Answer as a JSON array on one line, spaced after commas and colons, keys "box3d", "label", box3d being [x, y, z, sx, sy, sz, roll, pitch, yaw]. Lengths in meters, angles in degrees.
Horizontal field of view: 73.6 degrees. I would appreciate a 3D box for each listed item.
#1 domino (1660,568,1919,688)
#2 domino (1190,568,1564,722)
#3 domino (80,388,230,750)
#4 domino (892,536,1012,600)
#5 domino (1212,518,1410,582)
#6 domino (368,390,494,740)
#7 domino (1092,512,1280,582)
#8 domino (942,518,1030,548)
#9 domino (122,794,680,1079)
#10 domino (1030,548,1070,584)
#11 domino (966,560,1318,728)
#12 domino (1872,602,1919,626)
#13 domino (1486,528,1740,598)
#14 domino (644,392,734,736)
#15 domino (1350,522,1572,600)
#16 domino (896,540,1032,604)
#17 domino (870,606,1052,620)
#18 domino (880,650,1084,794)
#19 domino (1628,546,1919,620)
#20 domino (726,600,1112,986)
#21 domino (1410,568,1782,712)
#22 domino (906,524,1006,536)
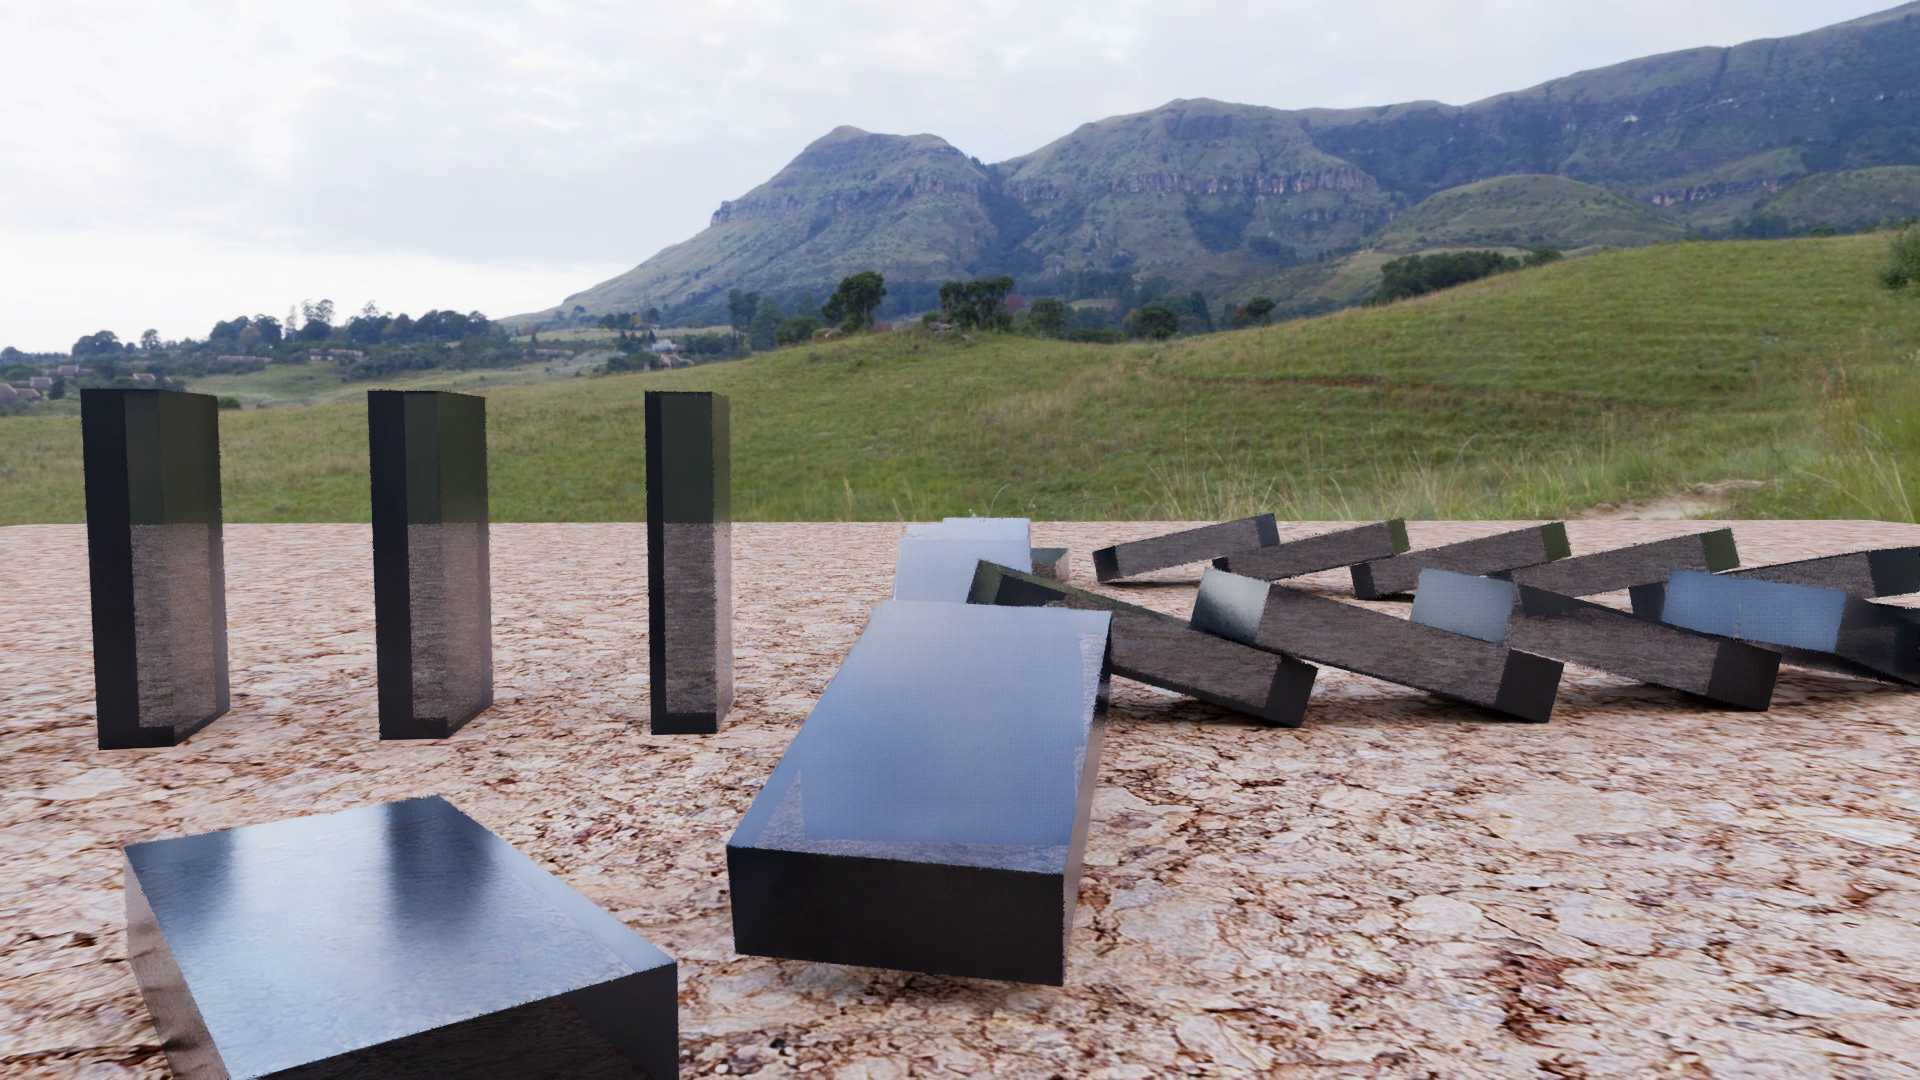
[{"box3d": [0.143, 0.015, 0.217, 0.050, 0.009, 0.025, 13, -2, -39], "label": "domino"}, {"box3d": [0.065, 0.016, 0.203, 0.050, 0.009, 0.025, 15, 1, -12], "label": "domino"}, {"box3d": [-0.118, 0.003, 0.190, 0.009, 0.050, 0.025, -1, 4, -14], "label": "domino"}, {"box3d": [-0.001, 0.012, 0.268, 0.025, 0.009, 0.050, 0, 19, 0], "label": "domino"}, {"box3d": [0.101, 0.004, 0.368, 0.050, 0.009, 0.025, -14, -3, 29], "label": "domino"}, {"box3d": [-0.080, 0.003, 0.195, 0.010, 0.050, 0.025, 0, 4, -6], "label": "domino"}, {"box3d": [0.068, 0.002, 0.388, 0.050, 0.009, 0.025, -11, -3, -10], "label": "domino"}, {"box3d": [0.005, 0.006, 0.345, 0.025, 0.010, 0.050, 0, 18, 6], "label": "domino"}, {"box3d": [-0.043, 0.031, 0.094, 0.025, 0.009, 0.050, -3, 5, -38], "label": "domino"}, {"box3d": [0.018, 0.009, 0.384, 0.025, 0.010, 0.050, 1, 4, 9], "label": "domino"}, {"box3d": [0.027, 0.016, 0.201, 0.050, 0.009, 0.025, 17, 2, -8], "label": "domino"}, {"box3d": [0.186, 0.020, 0.241, 0.025, 0.009, 0.050, -1, 5, -18], "label": "domino"}, {"box3d": [0.161, 0.008, 0.318, 0.025, 0.010, 0.050, -4, -9, -45], "label": "domino"}, {"box3d": [-0.041, 0.003, 0.199, 0.009, 0.050, 0.025, 0, 4, -5], "label": "domino"}, {"box3d": [0.134, 0.006, 0.345, 0.050, 0.010, 0.025, -16, -6, 38], "label": "domino"}, {"box3d": [0.001, 0.013, 0.235, 0.025, 0.009, 0.050, 0, 21, 0], "label": "domino"}, {"box3d": [0.000, 0.021, 0.143, 0.025, 0.009, 0.050, 0, 19, 4], "label": "domino"}, {"box3d": [0.004, 0.024, 0.182, 0.025, 0.009, 0.050, 0, 4, 3], "label": "domino"}, {"box3d": [0.179, 0.011, 0.283, 0.025, 0.009, 0.050, -3, -9, -32], "label": "domino"}, {"box3d": [0.000, 0.020, 0.117, 0.025, 0.009, 0.050, 2, 19, 10], "label": "domino"}, {"box3d": [0.103, 0.016, 0.210, 0.050, 0.009, 0.025, 14, 1, -14], "label": "domino"}, {"box3d": [-0.001, 0.009, 0.307, 0.025, 0.009, 0.050, 0, 19, 1], "label": "domino"}]
